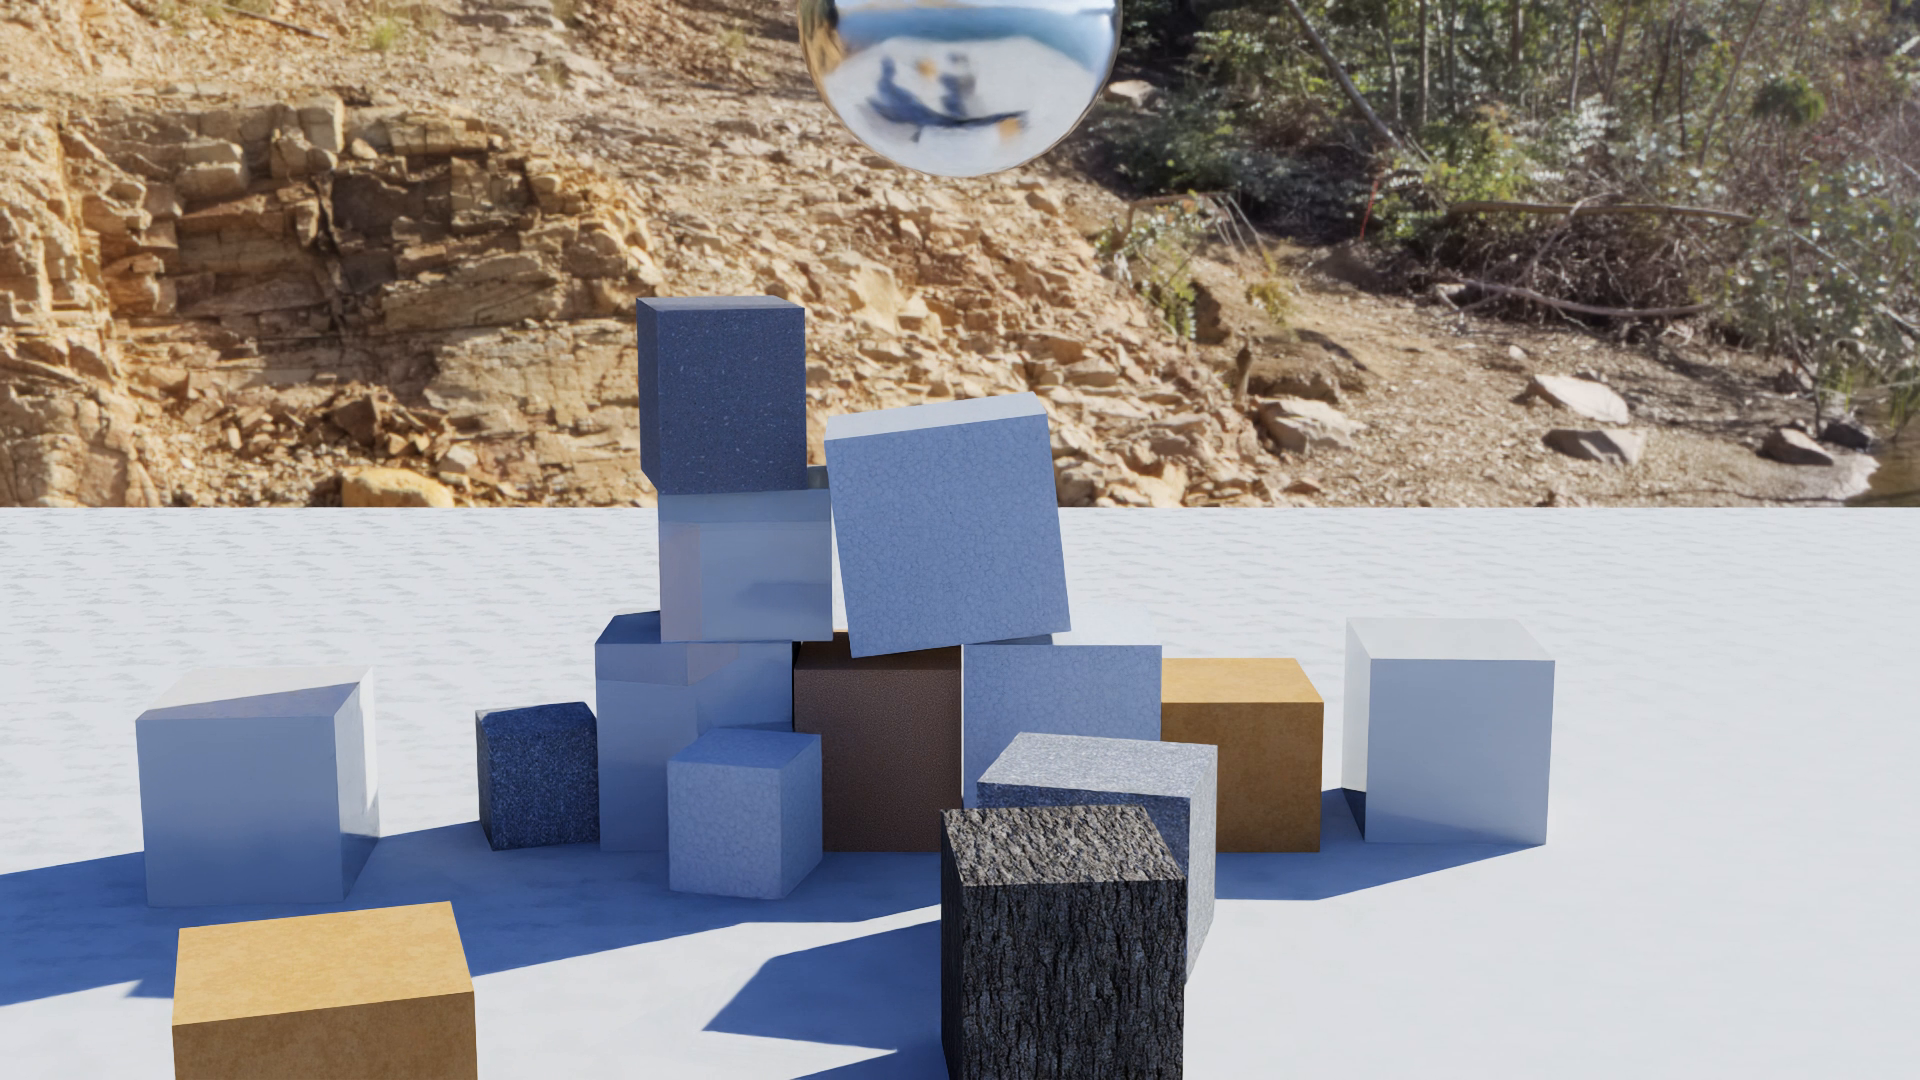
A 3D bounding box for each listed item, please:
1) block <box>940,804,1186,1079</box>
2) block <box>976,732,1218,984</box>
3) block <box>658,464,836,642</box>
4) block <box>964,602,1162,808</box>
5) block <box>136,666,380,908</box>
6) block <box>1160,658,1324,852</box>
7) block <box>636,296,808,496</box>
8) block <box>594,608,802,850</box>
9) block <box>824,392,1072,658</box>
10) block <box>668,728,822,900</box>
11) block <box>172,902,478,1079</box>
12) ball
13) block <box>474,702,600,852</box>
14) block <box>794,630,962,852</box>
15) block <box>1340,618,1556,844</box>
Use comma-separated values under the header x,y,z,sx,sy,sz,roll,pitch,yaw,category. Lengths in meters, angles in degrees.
x,y,z,sx,sy,sz,roll,pitch,yaw,category
0.361,1.584,8.207,0.789,0.947,0.893,-1,10,-5,block
0.616,1.378,9.698,0.912,0.818,0.826,3,11,14,block
-1.067,0.055,11.201,0.848,0.761,0.813,0,10,-2,block
0.502,0.950,11.332,0.968,1.077,1.031,0,10,0,block
-3.362,1.168,10.634,0.890,0.897,0.987,-1,10,-5,block
1.393,1.096,11.374,0.802,0.774,0.943,0,10,0,block
-1.200,-0.742,10.981,0.711,0.885,0.890,-3,11,-14,block
-1.316,0.957,11.336,0.970,1.061,0.846,0,10,0,block
-0.071,-0.102,11.133,1.081,1.078,0.995,-7,10,-1,block
-1.025,1.307,10.588,0.556,0.639,0.622,3,11,14,block
-2.036,1.794,7.094,0.876,0.933,0.850,-3,11,-17,block
0.000,-2.581,10.758,1.600,1.600,1.600,0,10,0,ball
-2.158,1.203,11.290,0.568,0.594,0.546,-4,11,-19,block
-0.405,1.017,11.360,0.826,0.935,0.917,0,10,0,block
2.527,0.979,11.513,0.911,0.955,0.964,0,10,3,block
